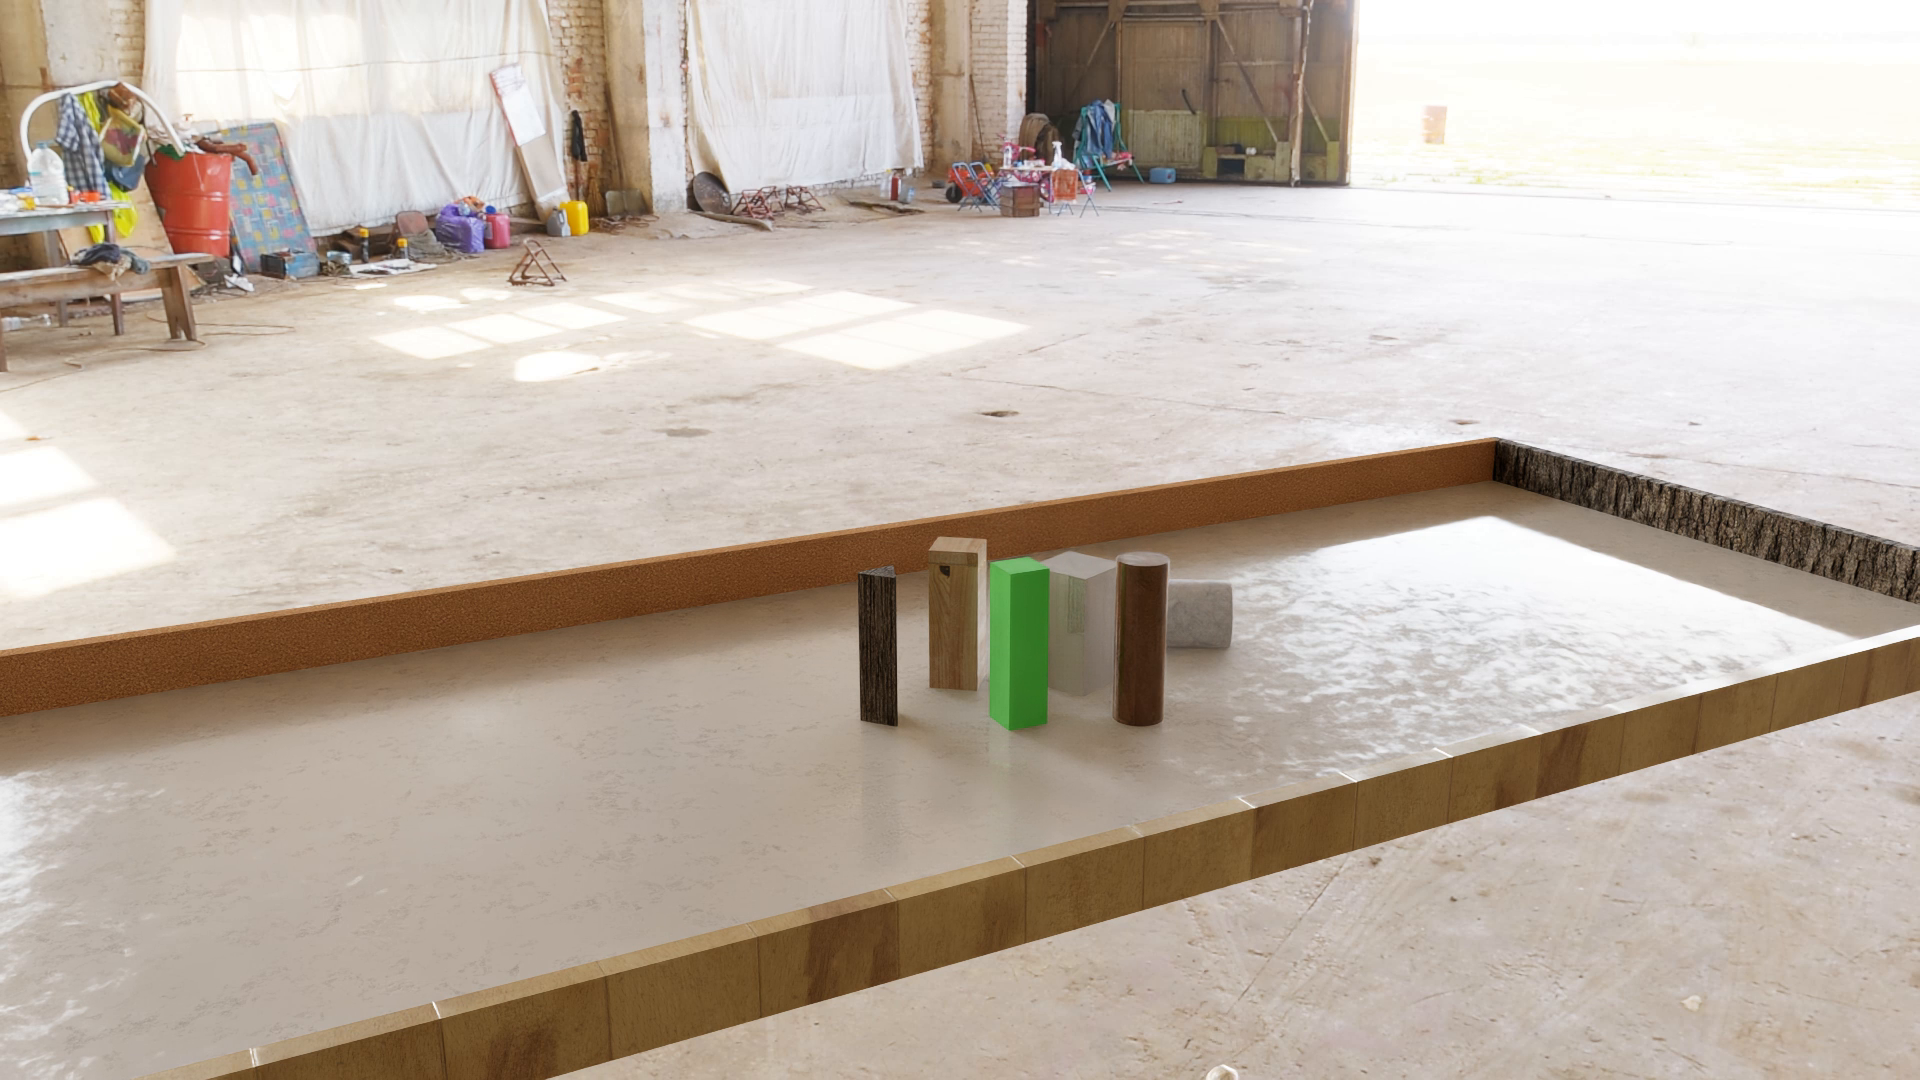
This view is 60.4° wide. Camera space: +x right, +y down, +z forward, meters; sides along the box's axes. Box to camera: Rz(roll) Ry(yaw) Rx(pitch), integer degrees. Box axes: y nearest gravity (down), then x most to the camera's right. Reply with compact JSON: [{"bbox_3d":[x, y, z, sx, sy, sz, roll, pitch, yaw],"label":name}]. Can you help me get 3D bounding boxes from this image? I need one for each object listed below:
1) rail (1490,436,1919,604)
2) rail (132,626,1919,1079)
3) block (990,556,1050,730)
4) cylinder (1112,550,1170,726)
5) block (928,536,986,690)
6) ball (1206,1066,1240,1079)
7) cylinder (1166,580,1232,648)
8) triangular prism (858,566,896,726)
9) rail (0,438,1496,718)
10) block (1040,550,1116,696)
[{"bbox_3d":[2.466,-0.048,5.253,0.050,0.150,2.100,-9,18,-27],"label":"rail"},{"bbox_3d":[-2.336,1.006,1.665,12.000,0.150,0.050,-9,18,-27],"label":"rail"},{"bbox_3d":[0.138,0.242,3.852,0.101,0.383,0.101,-8,18,-25],"label":"block"},{"bbox_3d":[0.423,0.231,3.870,0.123,0.393,0.123,0,16,0],"label":"cylinder"},{"bbox_3d":[-0.005,0.183,4.100,0.122,0.357,0.122,3,17,10],"label":"block"},{"bbox_3d":[1.361,2.809,8.526,0.177,0.177,0.177,0,16,0],"label":"ball"},{"bbox_3d":[0.552,0.193,4.379,0.323,0.180,0.180,1,16,3],"label":"cylinder"},{"bbox_3d":[-0.176,0.246,3.870,0.096,0.366,0.084,7,18,22],"label":"triangular prism"},{"bbox_3d":[-3.305,0.497,3.399,12.000,0.150,0.050,-9,18,-27],"label":"rail"},{"bbox_3d":[0.289,0.206,4.116,0.169,0.303,0.169,13,21,37],"label":"block"}]
